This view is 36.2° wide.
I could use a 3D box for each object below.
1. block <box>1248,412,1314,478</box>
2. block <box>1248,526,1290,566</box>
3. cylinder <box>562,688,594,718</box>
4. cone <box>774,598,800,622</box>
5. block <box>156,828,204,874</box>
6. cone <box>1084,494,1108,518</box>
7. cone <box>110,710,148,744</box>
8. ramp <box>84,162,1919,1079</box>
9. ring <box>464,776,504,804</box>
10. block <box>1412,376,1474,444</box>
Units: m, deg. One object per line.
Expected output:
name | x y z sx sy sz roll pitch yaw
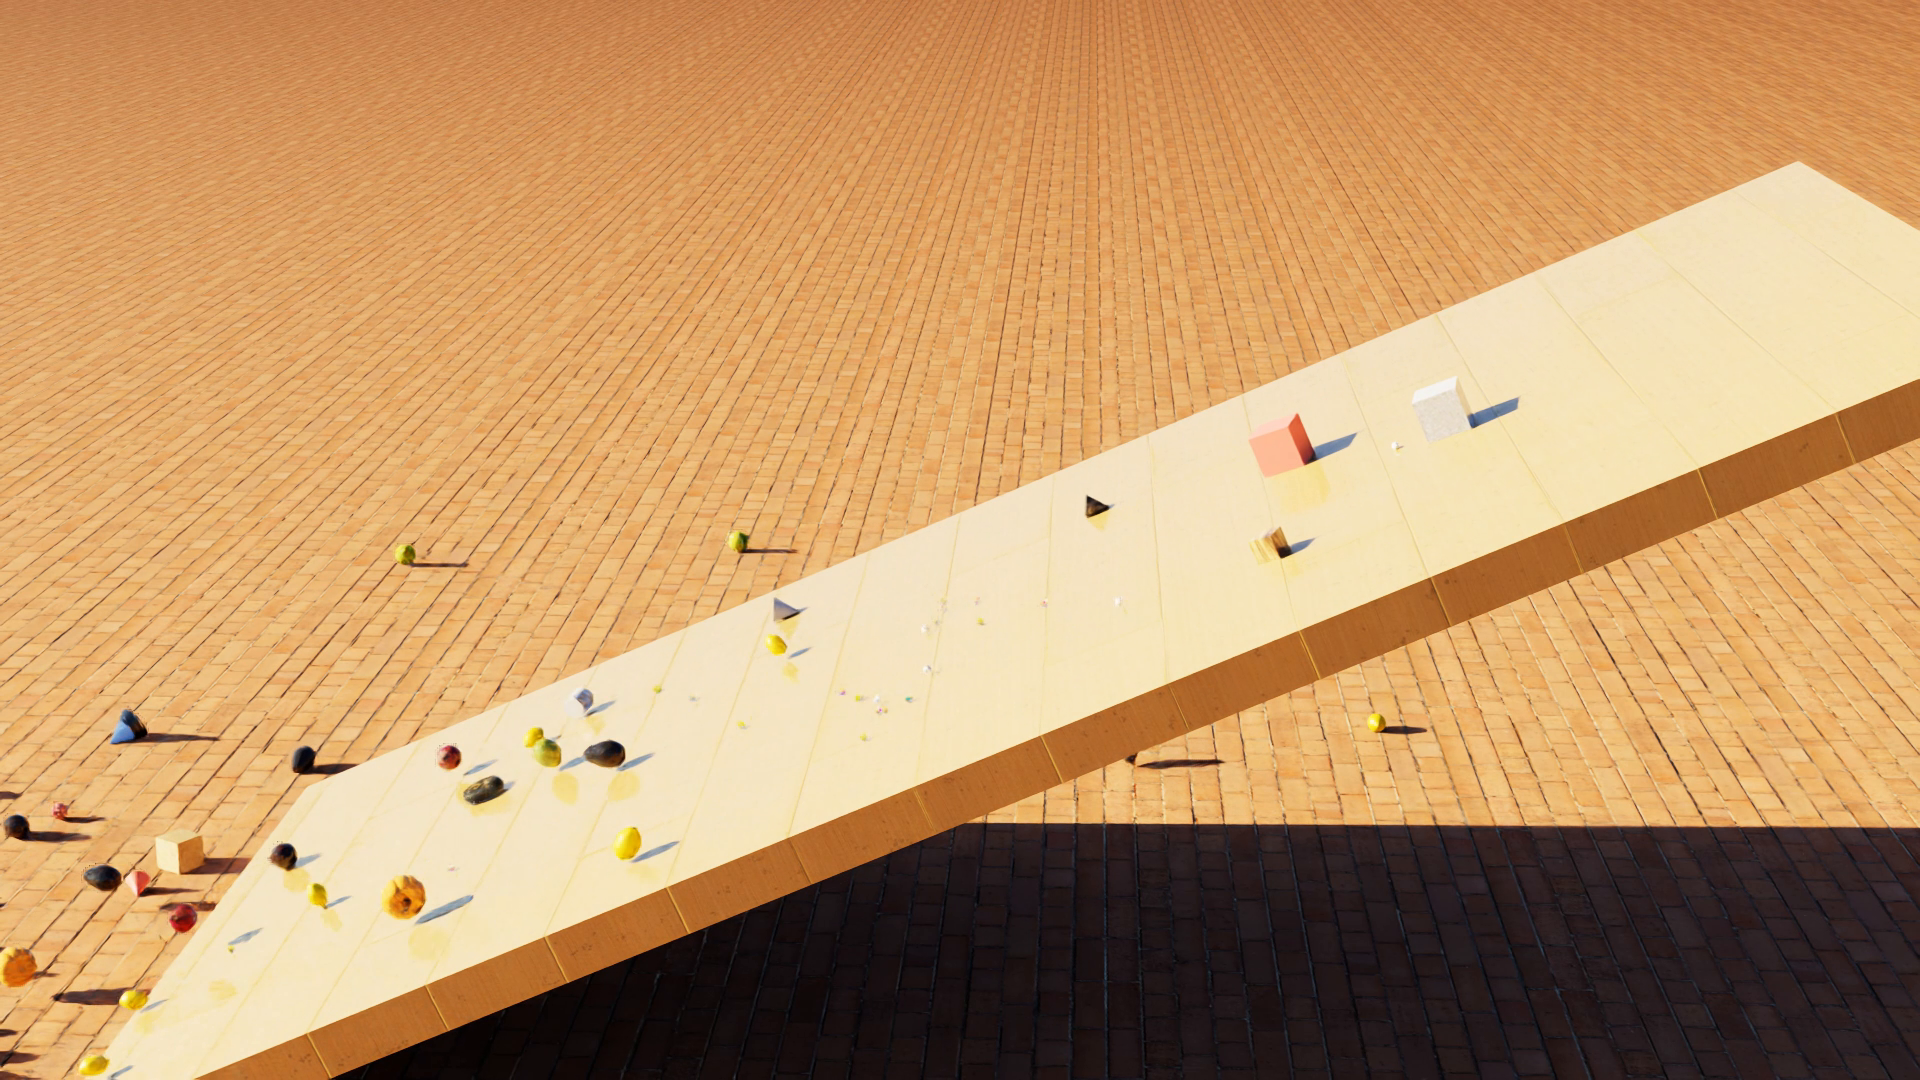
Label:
block | 0.690 -0.203 6.320 0.094 0.094 0.094 -18 14 26
block | 0.601 0.011 5.717 0.051 0.051 0.051 -15 16 35
cylinder | -0.901 0.384 6.948 0.055 0.055 0.055 6 26 21
cone | -0.413 0.168 7.010 0.062 0.062 0.062 3 15 -1
block | -1.917 0.765 7.229 0.079 0.079 0.079 10 18 33
cone | 0.311 -0.076 6.668 0.053 0.053 0.053 2 15 -3
cone | -2.323 0.537 8.151 0.096 0.096 0.096 13 46 39
ramp | 0.131 0.170 6.285 4.000 0.100 2.000 -23 13 8
ring | -1.072 0.563 6.621 0.098 0.033 0.098 -23 14 6
block | 0.989 -0.266 6.024 0.093 0.093 0.093 -20 13 19
